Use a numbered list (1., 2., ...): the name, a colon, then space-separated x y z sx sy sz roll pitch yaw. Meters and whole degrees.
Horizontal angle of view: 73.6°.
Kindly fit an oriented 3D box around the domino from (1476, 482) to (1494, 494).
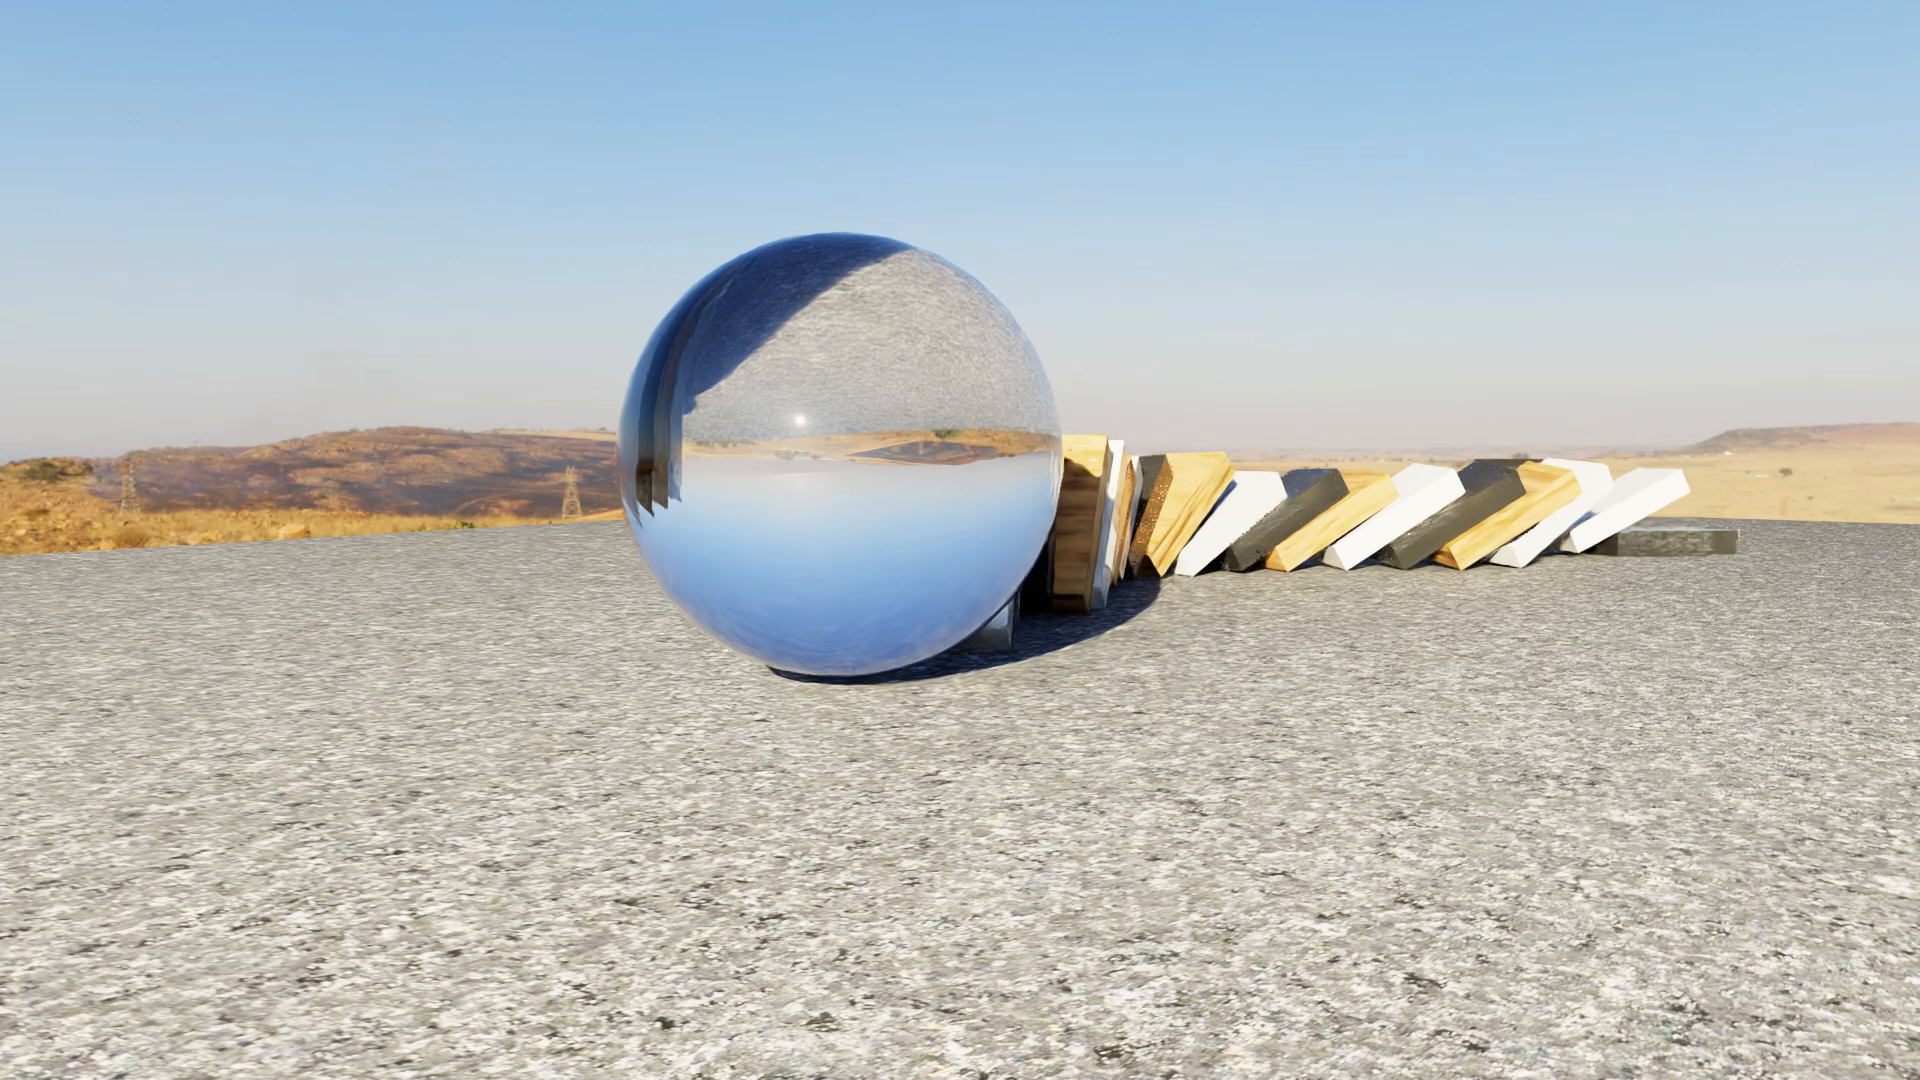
1. domino: 0.214 -0.009 0.502 0.025 0.010 0.050 -2 23 32

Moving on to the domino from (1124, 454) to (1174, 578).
1. domino: 0.050 -0.008 0.412 0.025 0.009 0.050 -2 40 28

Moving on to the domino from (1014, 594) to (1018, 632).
1. domino: 0.002 -0.002 0.300 0.025 0.050 0.009 0 -35 8

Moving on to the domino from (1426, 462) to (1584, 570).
1. domino: 0.185 -0.009 0.444 0.050 0.010 0.025 -31 14 -3

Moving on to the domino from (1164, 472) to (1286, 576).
1. domino: 0.083 -0.006 0.430 0.050 0.009 0.025 -36 22 -26

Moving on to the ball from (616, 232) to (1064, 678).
1. ball: -0.021 -0.015 0.233 0.080 0.080 0.080 0 4 0

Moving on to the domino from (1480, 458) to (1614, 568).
1. domino: 0.204 -0.010 0.454 0.050 0.009 0.025 -36 22 -16

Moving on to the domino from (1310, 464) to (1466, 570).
1. domino: 0.146 -0.009 0.445 0.050 0.009 0.025 -32 13 -6

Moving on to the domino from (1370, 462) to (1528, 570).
1. domino: 0.166 -0.009 0.444 0.050 0.009 0.025 -31 14 -3

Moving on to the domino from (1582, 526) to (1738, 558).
1. domino: 0.270 0.001 0.498 0.050 0.010 0.025 -1 4 -9

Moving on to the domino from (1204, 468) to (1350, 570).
1. domino: 0.105 -0.007 0.438 0.050 0.009 0.025 -34 13 -18

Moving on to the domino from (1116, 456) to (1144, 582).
1. domino: 0.041 -0.007 0.397 0.025 0.010 0.050 -3 39 20

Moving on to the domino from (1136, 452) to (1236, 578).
1. domino: 0.067 -0.009 0.422 0.025 0.009 0.050 2 44 49

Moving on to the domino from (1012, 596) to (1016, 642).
1. domino: 0.001 -0.001 0.288 0.025 0.050 0.010 1 -35 8

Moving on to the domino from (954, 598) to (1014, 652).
1. domino: 0.000 -0.001 0.275 0.025 0.050 0.010 1 -35 8

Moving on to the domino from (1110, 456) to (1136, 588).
1. domino: 0.036 -0.005 0.382 0.025 0.009 0.050 -4 39 19

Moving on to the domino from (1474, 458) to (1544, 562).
1. domino: 0.203 -0.012 0.481 0.025 0.009 0.050 2 41 29

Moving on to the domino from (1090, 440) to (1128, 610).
1. domino: 0.029 -0.005 0.345 0.025 0.050 0.009 1 -38 16

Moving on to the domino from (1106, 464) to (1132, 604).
1. domino: 0.032 -0.003 0.362 0.025 0.009 0.050 1 40 16

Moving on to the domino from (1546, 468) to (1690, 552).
1. domino: 0.250 -0.012 0.494 0.050 0.009 0.025 -27 8 -5

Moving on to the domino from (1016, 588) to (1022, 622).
1. domino: 0.003 -0.004 0.313 0.025 0.050 0.009 -1 -35 9

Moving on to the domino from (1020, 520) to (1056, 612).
1. domino: 0.011 -0.005 0.325 0.025 0.050 0.009 -4 -36 13

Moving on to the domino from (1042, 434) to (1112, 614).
1. domino: 0.024 -0.005 0.333 0.025 0.050 0.009 1 -34 16

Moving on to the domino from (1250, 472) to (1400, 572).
1. domino: 0.123 -0.007 0.443 0.050 0.009 0.025 -32 13 -14
